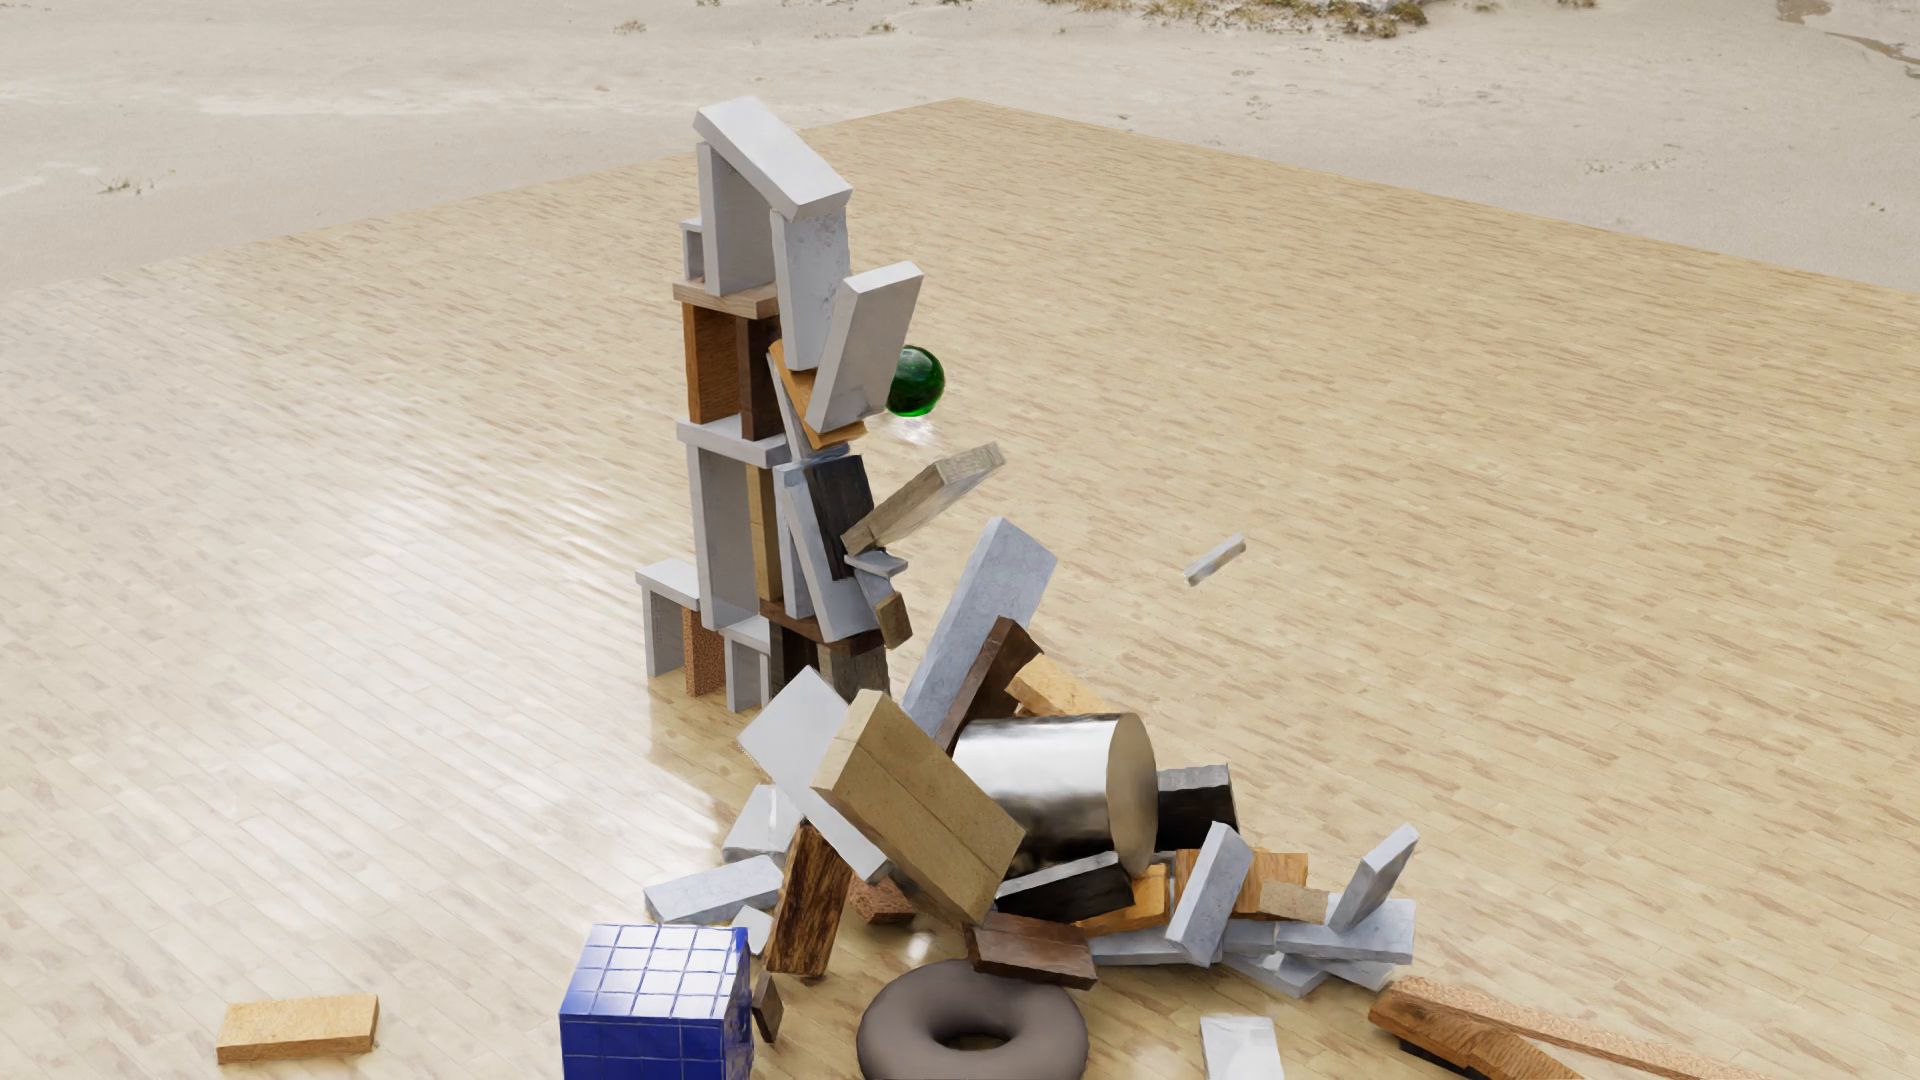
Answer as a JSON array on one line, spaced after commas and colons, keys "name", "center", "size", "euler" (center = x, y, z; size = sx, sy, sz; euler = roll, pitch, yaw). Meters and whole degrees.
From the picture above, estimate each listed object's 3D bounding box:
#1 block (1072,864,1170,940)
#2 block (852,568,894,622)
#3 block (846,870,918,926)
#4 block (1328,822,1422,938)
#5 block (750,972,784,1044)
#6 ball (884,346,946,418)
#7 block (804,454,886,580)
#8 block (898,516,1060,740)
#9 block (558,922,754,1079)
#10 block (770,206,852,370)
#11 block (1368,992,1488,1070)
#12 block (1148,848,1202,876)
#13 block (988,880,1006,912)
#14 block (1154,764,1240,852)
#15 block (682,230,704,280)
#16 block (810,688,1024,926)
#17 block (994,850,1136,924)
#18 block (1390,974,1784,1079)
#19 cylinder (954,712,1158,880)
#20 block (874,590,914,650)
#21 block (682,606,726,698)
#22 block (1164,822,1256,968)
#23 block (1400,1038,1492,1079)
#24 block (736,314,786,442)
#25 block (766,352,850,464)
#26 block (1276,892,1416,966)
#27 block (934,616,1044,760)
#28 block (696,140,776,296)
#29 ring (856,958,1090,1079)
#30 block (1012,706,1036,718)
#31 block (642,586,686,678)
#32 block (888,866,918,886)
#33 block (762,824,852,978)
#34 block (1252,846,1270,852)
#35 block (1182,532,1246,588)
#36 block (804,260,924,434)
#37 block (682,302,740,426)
[{"name": "block", "center": [0.267, 0.650, 3.923], "size": [0.219, 0.031, 0.109], "euler": [-14, 41, 18]}, {"name": "block", "center": [-0.164, 0.098, 4.393], "size": [0.059, 0.118, 0.017], "euler": [-34, 17, -33]}, {"name": "block", "center": [-0.185, 0.630, 4.098], "size": [0.112, 0.032, 0.223], "euler": [11, 28, -48]}, {"name": "block", "center": [0.705, 0.582, 3.750], "size": [0.116, 0.231, 0.033], "euler": [-32, 63, -29]}, {"name": "block", "center": [-0.325, 0.790, 3.712], "size": [0.018, 0.130, 0.065], "euler": [5, 52, 13]}, {"name": "ball", "center": [-0.152, -0.476, 6.604], "size": [0.217, 0.217, 0.217], "euler": [0, 23, 0]}, {"name": "block", "center": [-0.226, -0.046, 4.407], "size": [0.116, 0.232, 0.033], "euler": [-16, 3, -30]}, {"name": "block", "center": [0.013, 0.249, 4.504], "size": [0.048, 0.170, 0.594], "euler": [-2, 57, 54]}, {"name": "block", "center": [-0.483, 0.801, 3.546], "size": [0.256, 0.256, 0.256], "euler": [1, 23, 3]}, {"name": "block", "center": [-0.287, -0.503, 4.353], "size": [0.153, 0.311, 0.043], "euler": [-16, 18, -38]}, {"name": "block", "center": [0.797, 0.821, 3.716], "size": [0.189, 0.027, 0.095], "euler": [22, 32, 38]}, {"name": "block", "center": [0.392, 0.623, 4.233], "size": [0.261, 0.021, 0.072], "euler": [-18, 16, -34]}, {"name": "block", "center": [0.012, 0.599, 4.039], "size": [0.125, 0.035, 0.250], "euler": [13, 22, -42]}, {"name": "block", "center": [0.343, 0.521, 4.189], "size": [0.359, 0.180, 0.051], "euler": [-7, 43, 10]}, {"name": "block", "center": [-0.549, -0.597, 4.563], "size": [0.015, 0.104, 0.052], "euler": [19, 30, 40]}, {"name": "block", "center": [-0.062, 0.436, 3.552], "size": [0.051, 0.437, 0.180], "euler": [4, 57, 42]}, {"name": "block", "center": [0.178, 0.612, 3.788], "size": [0.224, 0.112, 0.032], "euler": [-17, 37, 6]}, {"name": "block", "center": [1.051, 0.801, 3.445], "size": [0.850, 0.016, 0.058], "euler": [8, 23, 43]}, {"name": "cylinder", "center": [0.172, 0.459, 3.937], "size": [0.291, 0.291, 0.291], "euler": [-5, 20, 22]}, {"name": "block", "center": [-0.132, 0.161, 4.394], "size": [0.059, 0.118, 0.017], "euler": [-37, 46, -24]}, {"name": "block", "center": [-0.566, 0.233, 4.931], "size": [0.031, 0.219, 0.109], "euler": [21, 31, 41]}, {"name": "block", "center": [0.434, 0.613, 3.804], "size": [0.032, 0.112, 0.224], "euler": [8, 63, 40]}, {"name": "block", "center": [0.849, 0.860, 3.700], "size": [0.189, 0.027, 0.095], "euler": [17, 29, 35]}, {"name": "block", "center": [-0.391, -0.345, 4.510], "size": [0.131, 0.262, 0.037], "euler": [-21, 29, -41]}, {"name": "block", "center": [-0.306, -0.276, 4.446], "size": [0.116, 0.232, 0.033], "euler": [-10, -8, -33]}, {"name": "block", "center": [0.678, 0.677, 3.861], "size": [0.231, 0.033, 0.116], "euler": [4, 44, 13]}, {"name": "block", "center": [0.036, 0.356, 4.402], "size": [0.041, 0.144, 0.392], "euler": [16, 70, 37]}, {"name": "block", "center": [-0.450, -0.658, 4.433], "size": [0.043, 0.305, 0.153], "euler": [18, 29, 40]}, {"name": "ring", "center": [0.021, 0.831, 3.639], "size": [0.386, 0.129, 0.386], "euler": [0, 24, 0]}, {"name": "block", "center": [0.140, 0.415, 4.338], "size": [0.144, 0.041, 0.287], "euler": [42, 66, 18]}, {"name": "block", "center": [-0.669, 0.193, 5.026], "size": [0.031, 0.219, 0.109], "euler": [21, 31, 41]}, {"name": "block", "center": [-0.064, 0.610, 4.191], "size": [0.250, 0.035, 0.125], "euler": [15, 26, 31]}, {"name": "block", "center": [-0.263, 0.638, 3.883], "size": [0.112, 0.265, 0.032], "euler": [11, 9, -23]}, {"name": "block", "center": [0.529, 0.609, 4.193], "size": [0.117, 0.017, 0.058], "euler": [-20, -25, 28]}, {"name": "block", "center": [0.429, 0.034, 3.711], "size": [0.116, 0.058, 0.016], "euler": [-35, 68, -3]}, {"name": "block", "center": [-0.187, -0.373, 4.265], "size": [0.170, 0.340, 0.048], "euler": [-22, 54, -40]}, {"name": "block", "center": [-0.514, -0.386, 4.627], "size": [0.037, 0.262, 0.131], "euler": [20, 30, 41]}]
